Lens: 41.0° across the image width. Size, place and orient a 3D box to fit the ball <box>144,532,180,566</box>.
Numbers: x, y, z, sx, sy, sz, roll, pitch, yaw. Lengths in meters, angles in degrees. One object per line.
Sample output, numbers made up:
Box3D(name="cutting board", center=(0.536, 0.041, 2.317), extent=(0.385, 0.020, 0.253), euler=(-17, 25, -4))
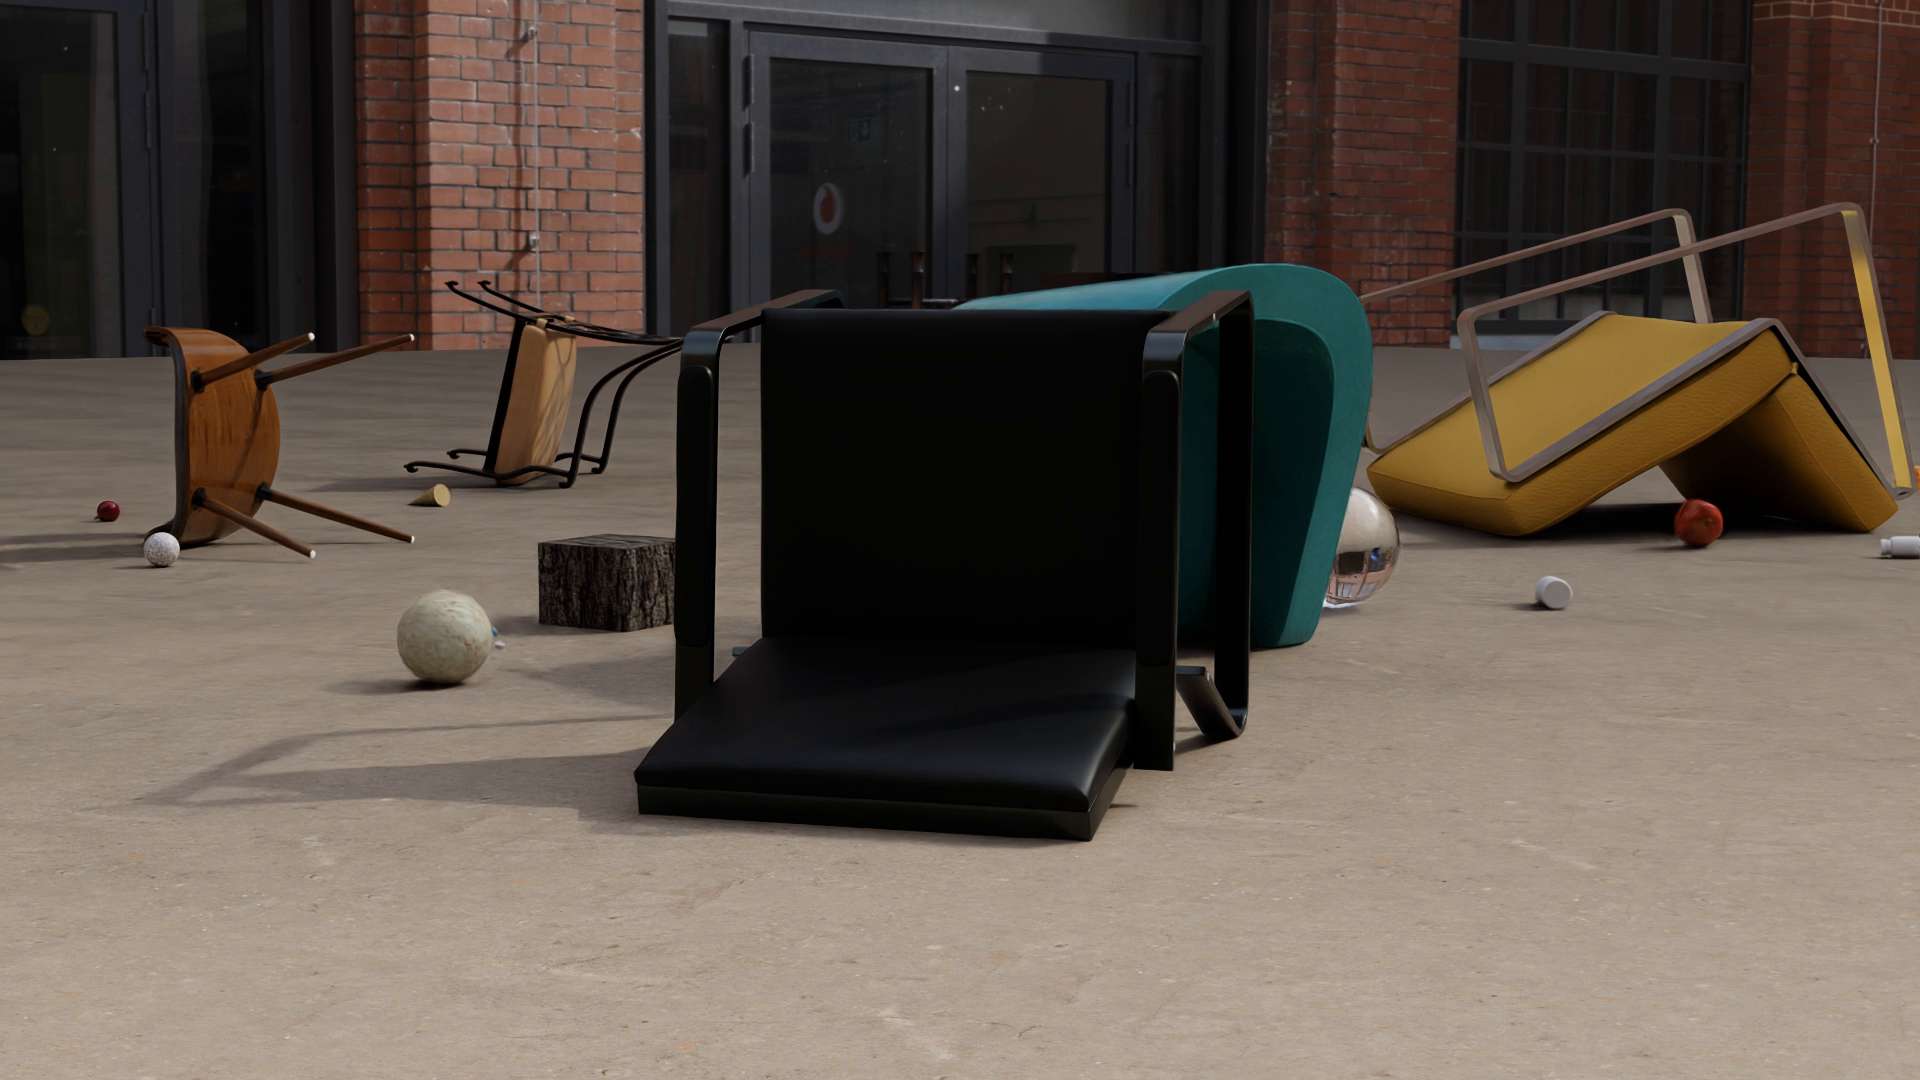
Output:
Box3D(name="ball", center=(-1.811, 0.021, 5.822), extent=(0.079, 0.079, 0.079), euler=(0, 6, 0))

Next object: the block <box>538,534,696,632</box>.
Box3D(name="block", center=(-0.652, 0.079, 4.886), extent=(0.216, 0.155, 0.204), euler=(4, 7, 32))

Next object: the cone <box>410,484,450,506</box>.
Box3D(name="cone", center=(-1.540, -0.115, 7.374), extent=(0.129, 0.066, 0.074), euler=(-13, -3, 26))

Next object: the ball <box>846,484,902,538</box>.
Box3D(name="ball", center=(-0.217, -0.073, 6.453), extent=(0.137, 0.137, 0.137), euler=(0, 6, 0))

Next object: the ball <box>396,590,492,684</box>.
Box3D(name="ball", center=(-0.833, 0.157, 4.143), extent=(0.153, 0.153, 0.153), euler=(0, 6, 0))

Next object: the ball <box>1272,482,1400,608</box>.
Box3D(name="ball", center=(0.746, 0.011, 5.085), extent=(0.250, 0.250, 0.250), euler=(0, 6, 0))

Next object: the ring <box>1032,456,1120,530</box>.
Box3D(name="ring", center=(0.301, -0.122, 6.666), extent=(0.221, 0.198, 0.161), euler=(-11, -14, 40))
